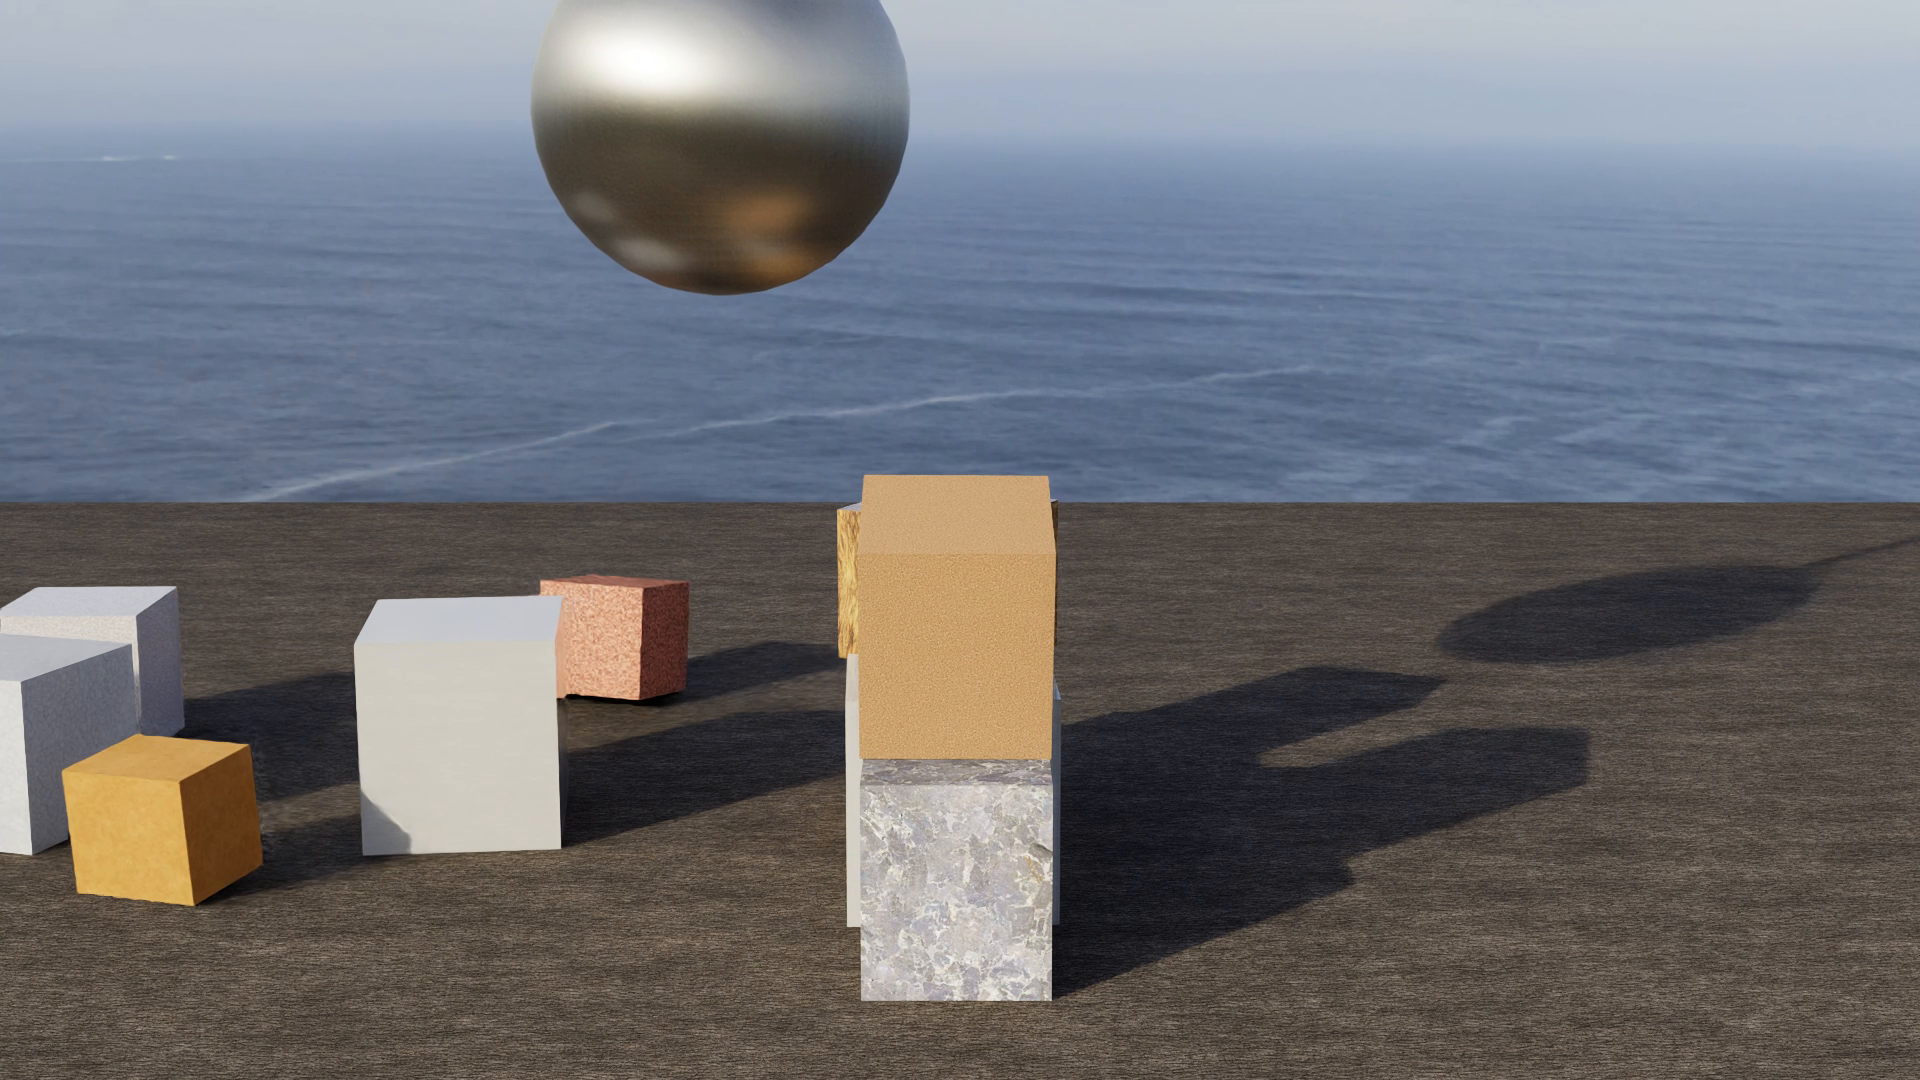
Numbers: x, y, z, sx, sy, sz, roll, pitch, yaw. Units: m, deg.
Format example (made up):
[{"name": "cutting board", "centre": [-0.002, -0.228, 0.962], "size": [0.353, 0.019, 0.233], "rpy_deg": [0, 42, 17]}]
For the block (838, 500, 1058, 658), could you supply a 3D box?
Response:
[{"name": "block", "centre": [-0.052, 0.183, 12.299], "size": [0.826, 0.715, 0.717], "rpy_deg": [5, 11, 25]}]

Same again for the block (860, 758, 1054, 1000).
[{"name": "block", "centre": [-0.014, 1.270, 10.193], "size": [0.730, 0.854, 0.866], "rpy_deg": [0, 10, 0]}]

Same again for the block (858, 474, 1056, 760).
[{"name": "block", "centre": [-0.017, 0.297, 10.269], "size": [0.752, 0.873, 0.826], "rpy_deg": [0, 23, 0]}]

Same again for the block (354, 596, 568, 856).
[{"name": "block", "centre": [-2.330, 0.853, 12.122], "size": [0.891, 0.984, 1.001], "rpy_deg": [-1, 10, -6]}]

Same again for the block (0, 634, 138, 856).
[{"name": "block", "centre": [-4.506, 0.942, 12.120], "size": [0.853, 0.810, 0.832], "rpy_deg": [3, 11, 17]}]

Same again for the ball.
[{"name": "ball", "centre": [-1.007, -1.836, 10.846], "size": [1.600, 1.600, 1.600], "rpy_deg": [0, 10, 0]}]

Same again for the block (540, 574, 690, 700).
[{"name": "block", "centre": [-1.970, 0.546, 14.622], "size": [0.636, 0.625, 0.591], "rpy_deg": [4, 4, 19]}]

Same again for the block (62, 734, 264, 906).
[{"name": "block", "centre": [-3.473, 1.214, 11.196], "size": [0.605, 0.559, 0.502], "rpy_deg": [3, 15, 20]}]

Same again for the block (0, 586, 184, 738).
[{"name": "block", "centre": [-4.595, 0.701, 13.543], "size": [0.752, 0.774, 0.754], "rpy_deg": [0, 10, -1]}]

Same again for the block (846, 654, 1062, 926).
[{"name": "block", "centre": [-0.041, 1.057, 11.050], "size": [0.887, 0.967, 0.871], "rpy_deg": [0, 10, -2]}]
